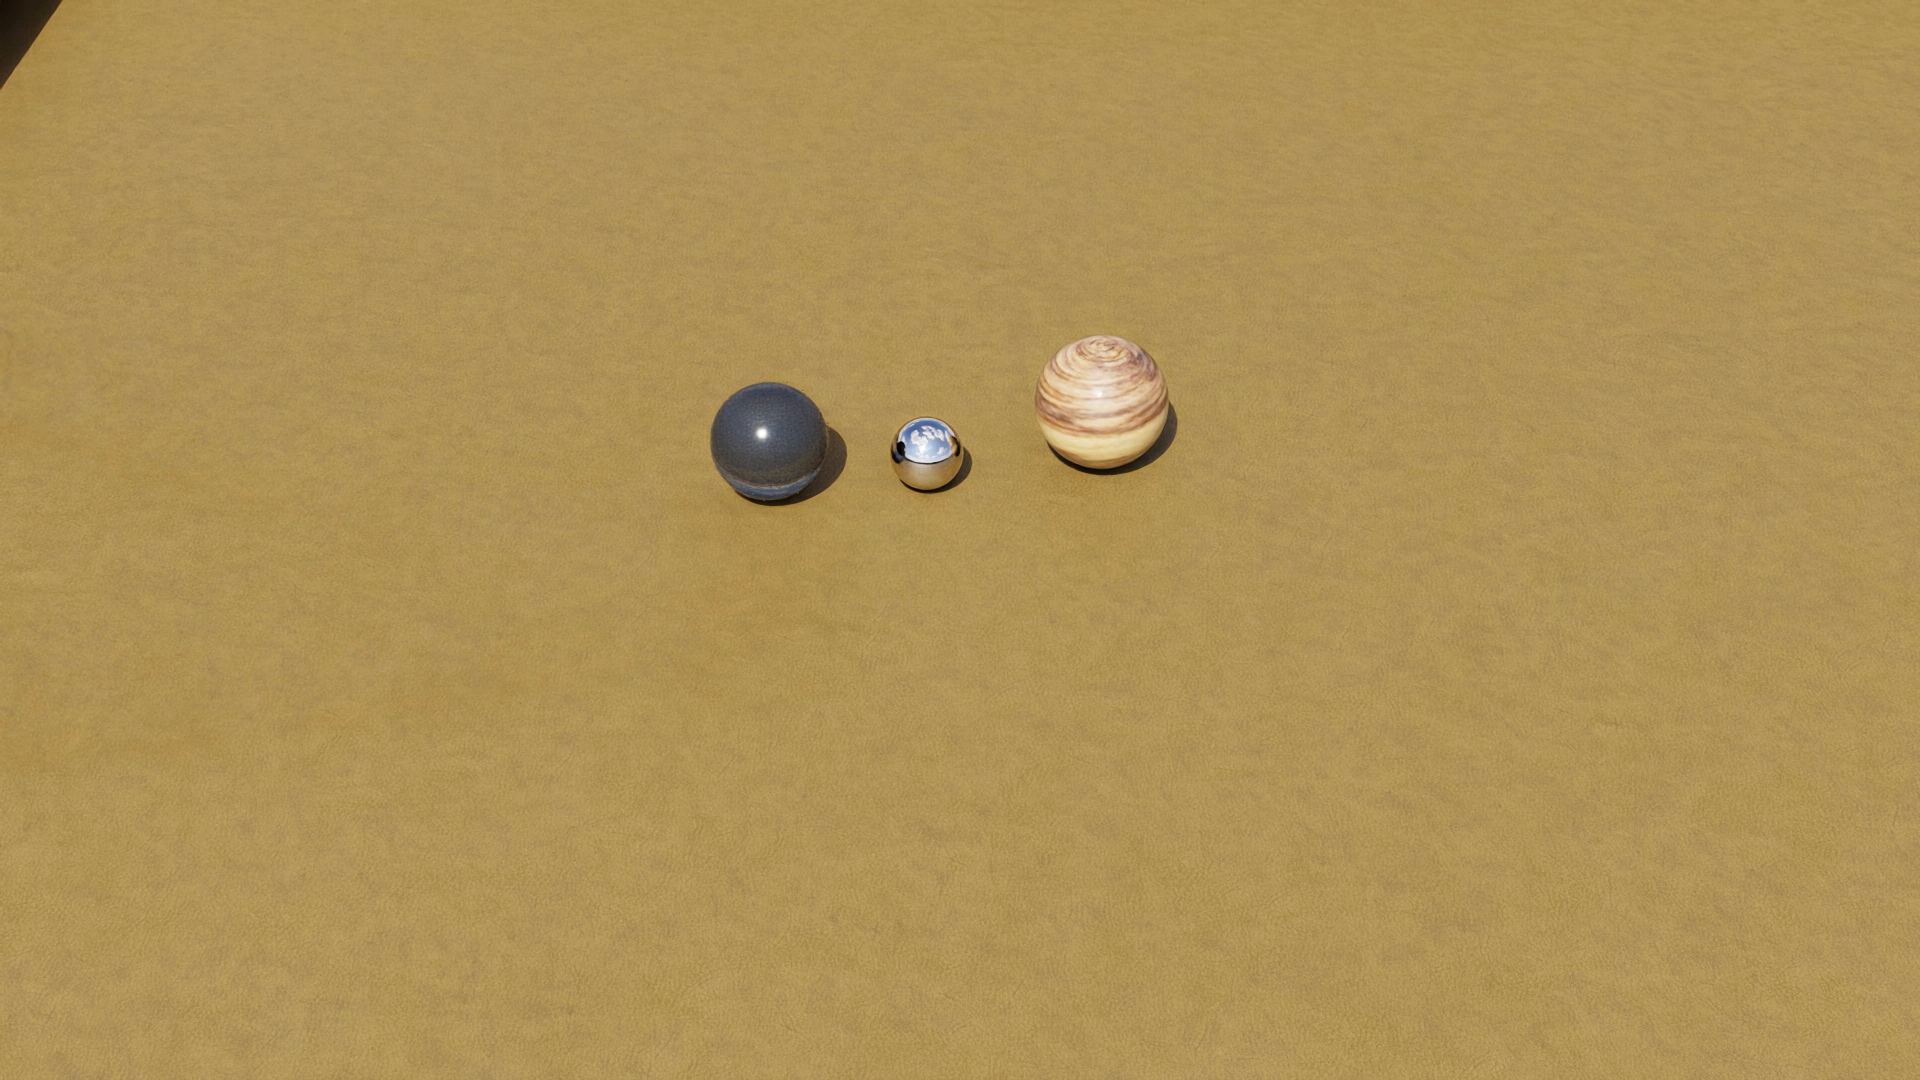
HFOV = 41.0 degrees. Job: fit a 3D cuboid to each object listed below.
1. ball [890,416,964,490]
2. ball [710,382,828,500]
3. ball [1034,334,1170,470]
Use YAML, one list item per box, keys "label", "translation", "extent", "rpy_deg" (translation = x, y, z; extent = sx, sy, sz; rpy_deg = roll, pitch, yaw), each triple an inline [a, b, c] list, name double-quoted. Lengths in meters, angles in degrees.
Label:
- label: "ball"
  translation: [-0.023, -0.059, 1.752]
  extent: [0.051, 0.051, 0.051]
  rpy_deg: [0, 36, 0]
- label: "ball"
  translation: [-0.129, -0.067, 1.737]
  extent: [0.081, 0.081, 0.081]
  rpy_deg: [0, 36, 0]
- label: "ball"
  translation: [0.097, -0.095, 1.766]
  extent: [0.093, 0.093, 0.093]
  rpy_deg: [0, 36, 0]
